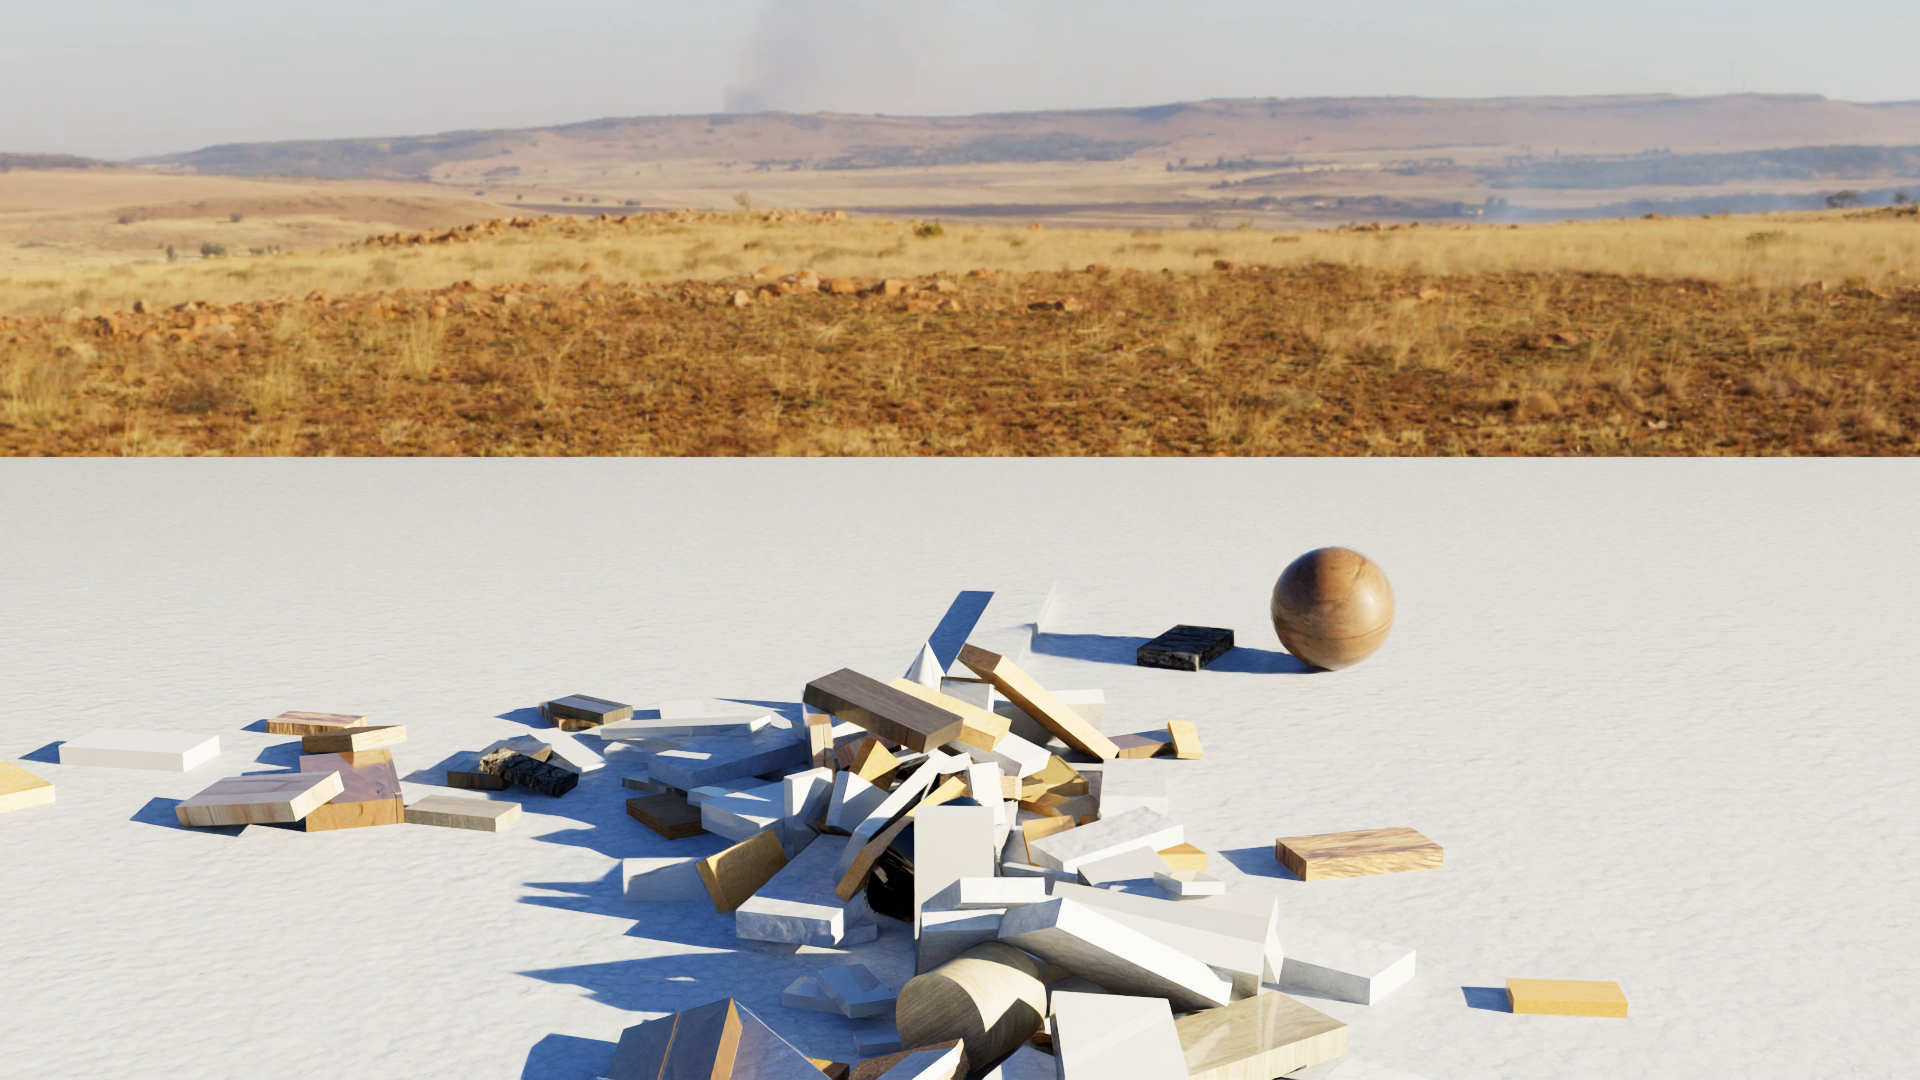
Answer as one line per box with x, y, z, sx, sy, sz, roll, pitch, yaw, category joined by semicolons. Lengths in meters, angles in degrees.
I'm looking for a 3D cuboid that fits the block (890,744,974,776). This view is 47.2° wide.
-0.062;0.415;4.164;0.184;0.026;0.092;4;-32;-39;block

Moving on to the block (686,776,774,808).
-0.415;0.478;4.121;0.095;0.027;0.189;10;7;30;block

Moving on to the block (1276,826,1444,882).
0.692;0.544;3.818;0.257;0.036;0.128;-3;11;-16;block

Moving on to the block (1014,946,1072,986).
0.134;0.608;3.304;0.120;0.034;0.239;23;12;27;block

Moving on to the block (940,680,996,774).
0.007;0.376;4.269;0.100;0.201;0.028;4;-5;20;block

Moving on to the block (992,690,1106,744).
0.161;0.367;4.526;0.258;0.129;0.037;-1;47;-8;block

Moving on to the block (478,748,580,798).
-0.832;0.449;4.247;0.170;0.024;0.085;18;14;12;block

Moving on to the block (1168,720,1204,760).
0.460;0.407;4.487;0.052;0.015;0.104;6;32;-12;block

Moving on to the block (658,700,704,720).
-0.597;0.381;4.721;0.091;0.026;0.183;-2;11;-10;block

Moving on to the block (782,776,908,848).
-0.221;0.495;4.046;0.172;0.049;0.345;9;14;39;block

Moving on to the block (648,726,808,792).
-0.447;0.426;4.305;0.294;0.042;0.147;-12;16;-41;block

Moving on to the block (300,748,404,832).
-1.157;0.472;4.172;0.172;0.049;0.345;-3;11;-18;block

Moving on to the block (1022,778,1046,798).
0.092;0.475;4.151;0.136;0.019;0.068;-9;2;-2;block

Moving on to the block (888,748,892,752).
-0.100;0.403;4.412;0.161;0.023;0.081;-23;38;-18;block

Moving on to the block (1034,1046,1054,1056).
0.170;0.706;2.990;0.139;0.020;0.069;-4;11;-19;block

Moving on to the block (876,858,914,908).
-0.110;0.573;3.692;0.086;0.024;0.171;-2;11;-12;block

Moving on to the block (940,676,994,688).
0.006;0.370;4.300;0.100;0.201;0.028;3;-5;20;block

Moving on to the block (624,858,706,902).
-0.488;0.561;3.639;0.134;0.067;0.019;0;11;-2;block

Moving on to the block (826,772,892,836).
-0.158;0.474;3.790;0.027;0.095;0.191;-1;-24;34;block

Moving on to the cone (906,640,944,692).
-0.071;0.302;4.730;0.178;0.178;0.178;0;11;0;cone

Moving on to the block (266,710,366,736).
-1.365;0.392;4.667;0.183;0.026;0.091;2;11;13;block

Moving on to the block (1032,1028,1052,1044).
0.150;0.686;3.038;0.049;0.014;0.097;-1;-6;-43;block

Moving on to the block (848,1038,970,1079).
-0.090;0.708;2.760;0.144;0.041;0.287;-16;3;14;block

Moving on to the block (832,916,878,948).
-0.210;0.607;3.513;0.085;0.024;0.171;-6;12;-29;block

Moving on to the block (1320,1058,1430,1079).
0.490;0.737;2.764;0.146;0.041;0.292;7;13;34;block

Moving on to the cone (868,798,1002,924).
0.023;0.575;3.454;0.242;0.242;0.242;-10;41;-43;cone

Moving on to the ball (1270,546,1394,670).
0.877;0.161;5.185;0.290;0.290;0.290;0;11;0;ball

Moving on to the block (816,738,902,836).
-0.174;0.444;3.820;0.026;0.182;0.091;13;-25;38;block

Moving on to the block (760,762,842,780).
-0.339;0.449;4.357;0.347;0.026;0.091;7;13;34;block

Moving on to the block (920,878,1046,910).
0.030;0.518;3.133;0.119;0.034;0.238;2;-18;-14;block

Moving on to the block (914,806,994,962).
-0.009;0.526;3.360;0.119;0.239;0.034;1;11;3;block

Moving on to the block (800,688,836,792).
-0.257;0.364;3.992;0.037;0.130;0.259;-6;11;-7;block

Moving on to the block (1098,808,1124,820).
0.301;0.496;3.907;0.106;0.015;0.053;7;7;-3;block

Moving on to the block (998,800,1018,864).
0.023;0.521;3.940;0.131;0.037;0.262;1;11;8;block

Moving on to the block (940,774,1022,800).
0.039;0.444;3.943;0.131;0.037;0.262;2;-8;4;block

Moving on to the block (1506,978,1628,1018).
0.881;0.666;3.199;0.160;0.023;0.080;1;11;5;block

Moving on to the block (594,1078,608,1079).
-0.384;0.702;2.575;0.311;0.044;0.156;-7;16;45;block

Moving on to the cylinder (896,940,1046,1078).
0.016;0.639;2.998;0.148;0.148;0.148;7;13;34;cylinder

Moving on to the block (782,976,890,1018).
-0.181;0.666;3.206;0.142;0.020;0.071;4;11;19;block

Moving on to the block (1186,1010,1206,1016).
0.392;0.686;3.096;0.139;0.020;0.069;0;11;0;block

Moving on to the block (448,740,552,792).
-0.910;0.445;4.358;0.115;0.033;0.230;3;11;14;block

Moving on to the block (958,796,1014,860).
0.014;0.505;3.824;0.131;0.037;0.262;1;11;7;block

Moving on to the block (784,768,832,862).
-0.260;0.483;3.777;0.086;0.171;0.024;-10;14;-42;block

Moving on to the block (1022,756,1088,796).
0.176;0.461;4.290;0.093;0.026;0.185;-3;11;-16;block

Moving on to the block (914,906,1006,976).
0.000;0.591;3.136;0.119;0.239;0.034;-1;55;-5;block

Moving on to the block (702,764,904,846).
-0.267;0.472;3.904;0.345;0.049;0.172;-9;14;-41;block

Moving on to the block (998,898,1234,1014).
0.214;0.575;3.024;0.293;0.042;0.147;28;-28;-22;block

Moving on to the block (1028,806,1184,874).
0.249;0.515;3.740;0.236;0.033;0.118;-14;15;-25;block

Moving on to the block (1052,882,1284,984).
0.297;0.564;3.159;0.314;0.044;0.157;7;-27;20;block

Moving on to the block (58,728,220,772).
-1.660;0.425;4.453;0.273;0.039;0.136;2;11;11;block
